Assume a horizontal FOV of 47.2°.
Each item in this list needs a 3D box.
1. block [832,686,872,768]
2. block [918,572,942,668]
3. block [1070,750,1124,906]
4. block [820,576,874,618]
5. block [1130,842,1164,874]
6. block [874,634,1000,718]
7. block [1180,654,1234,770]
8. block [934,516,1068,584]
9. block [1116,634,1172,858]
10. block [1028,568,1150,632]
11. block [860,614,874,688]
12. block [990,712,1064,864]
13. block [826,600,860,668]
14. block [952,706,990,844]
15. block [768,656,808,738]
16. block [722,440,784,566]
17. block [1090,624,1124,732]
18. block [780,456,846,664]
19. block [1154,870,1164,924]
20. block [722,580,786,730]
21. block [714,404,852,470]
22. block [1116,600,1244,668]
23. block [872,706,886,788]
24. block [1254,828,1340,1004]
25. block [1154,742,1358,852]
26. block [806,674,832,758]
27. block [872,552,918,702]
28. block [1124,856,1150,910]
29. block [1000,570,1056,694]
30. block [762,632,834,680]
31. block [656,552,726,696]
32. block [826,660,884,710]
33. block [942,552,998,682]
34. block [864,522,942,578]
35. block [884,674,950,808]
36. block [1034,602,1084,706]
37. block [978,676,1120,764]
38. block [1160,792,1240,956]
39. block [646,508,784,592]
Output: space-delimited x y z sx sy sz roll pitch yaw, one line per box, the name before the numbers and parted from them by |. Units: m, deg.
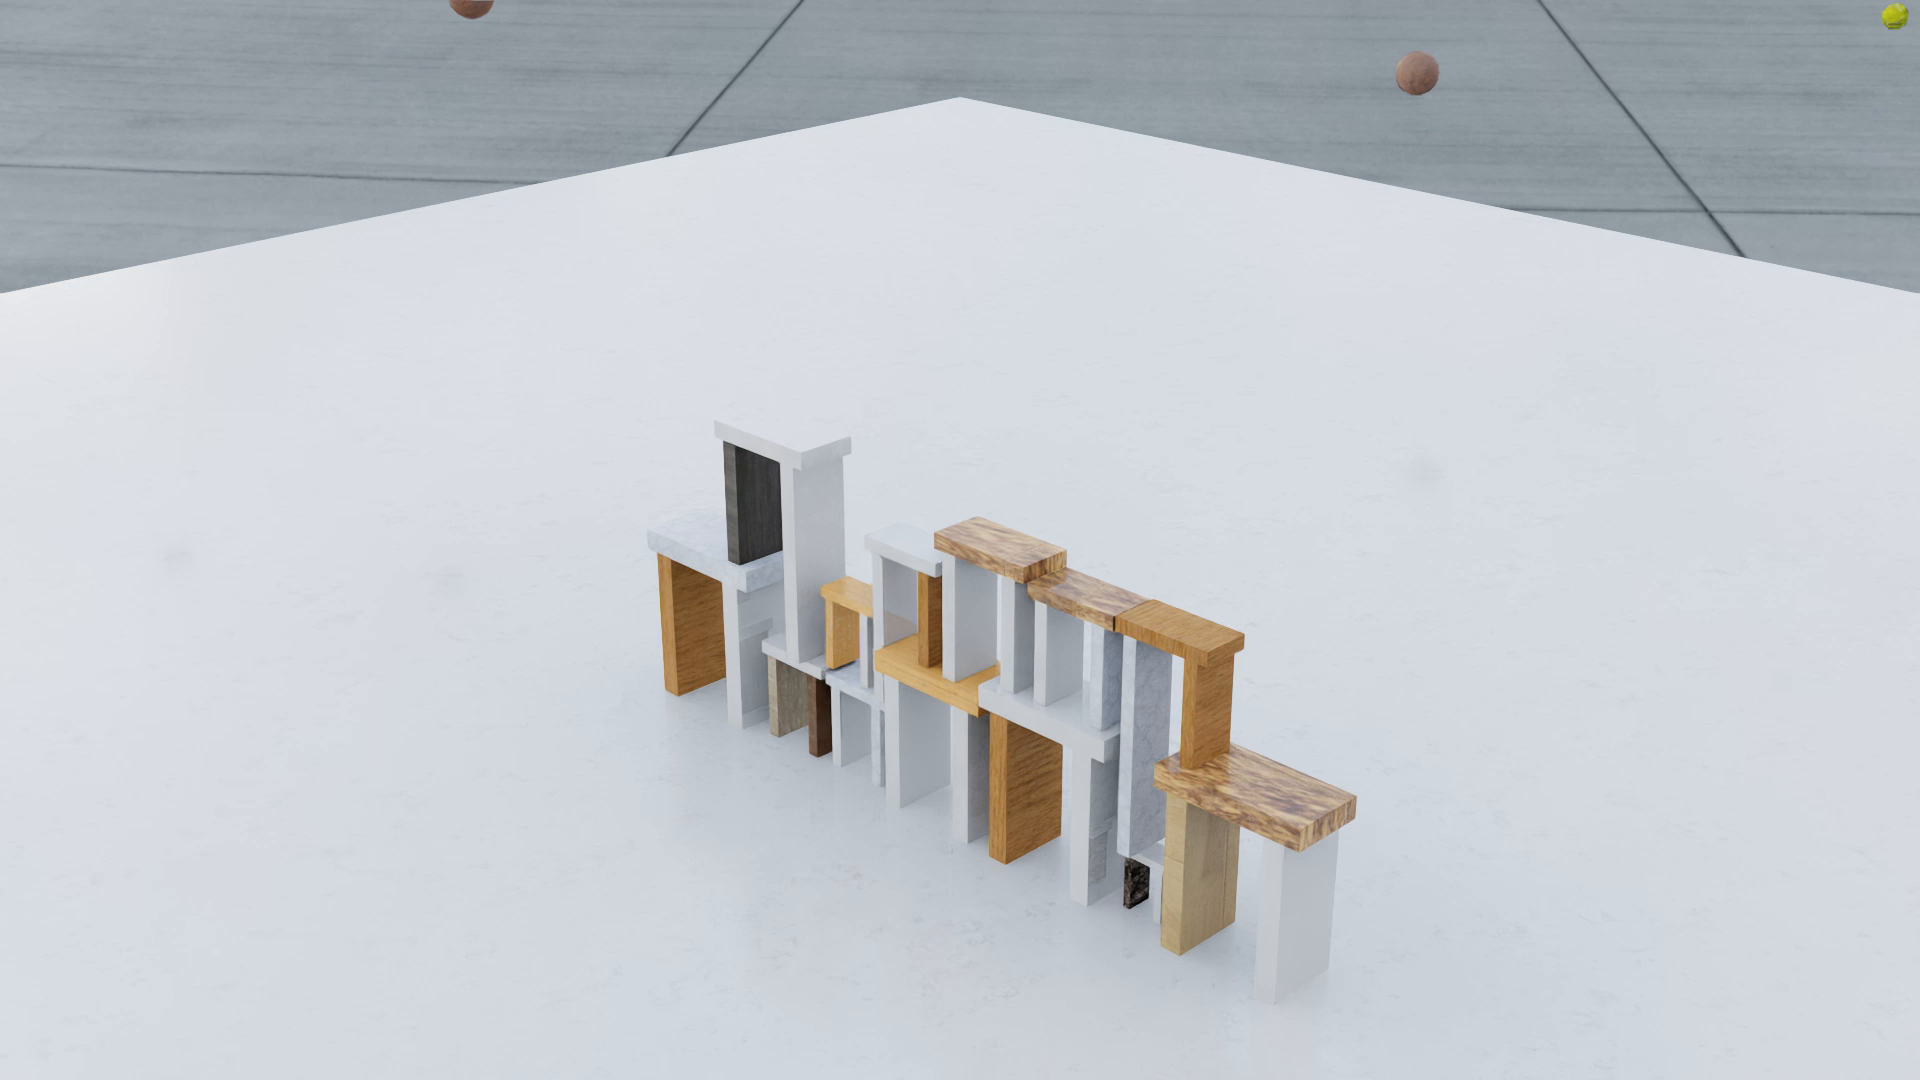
block | -0.227 0.379 4.634 0.026 0.182 0.091 21 31 41
block | -0.036 0.142 4.318 0.029 0.202 0.101 21 31 41
block | 0.279 0.515 4.139 0.045 0.319 0.159 21 31 41
block | -0.205 0.116 4.504 0.155 0.022 0.077 21 31 40
block | 0.359 0.584 4.079 0.112 0.016 0.056 21 31 41
block | -0.017 0.261 4.348 0.291 0.041 0.145 21 31 41
block | 0.435 0.291 3.872 0.029 0.208 0.104 21 31 41
block | 0.075 0.017 4.146 0.235 0.033 0.117 21 31 41
block | 0.337 0.363 4.009 0.029 0.446 0.104 21 31 41
block | 0.234 0.106 4.009 0.208 0.029 0.104 21 31 41
block | -0.169 0.216 4.508 0.022 0.165 0.077 22 31 40
block | 0.129 0.456 4.277 0.045 0.319 0.159 21 31 41
block | -0.243 0.184 4.572 0.077 0.155 0.022 -21 32 -40
block | 0.052 0.441 4.350 0.041 0.291 0.145 21 31 41
block | -0.368 0.323 4.755 0.027 0.191 0.095 21 31 41
block | -0.431 -0.095 4.649 0.039 0.273 0.136 21 31 41
block | 0.283 0.235 4.010 0.029 0.208 0.104 21 31 41
block | -0.302 0.032 4.564 0.039 0.440 0.136 21 31 41
block | 0.385 0.653 4.080 0.016 0.112 0.056 21 31 41
block | -0.430 0.228 4.790 0.048 0.337 0.169 21 31 41
block | -0.366 -0.213 4.529 0.273 0.039 0.136 21 31 41
block | 0.386 0.163 3.871 0.208 0.029 0.104 21 31 41
block | -0.142 0.413 4.554 0.026 0.182 0.091 21 30 39
block | 0.590 0.637 3.849 0.045 0.320 0.160 21 31 41
block | 0.514 0.439 3.847 0.320 0.045 0.160 21 31 41
block | -0.278 0.358 4.673 0.095 0.191 0.027 -21 31 -41
block | -0.129 0.161 4.432 0.029 0.326 0.101 20 30 39
block | 0.332 0.632 4.128 0.016 0.112 0.056 21 31 41
block | 0.130 0.162 4.147 0.033 0.235 0.117 21 31 41
block | -0.323 0.240 4.671 0.191 0.027 0.095 21 31 41
block | -0.589 0.166 4.937 0.048 0.338 0.169 21 31 41
block | -0.183 0.300 4.554 0.182 0.026 0.091 21 31 40
block | 0.020 0.133 4.255 0.033 0.267 0.117 21 31 41
block | -0.083 0.018 4.316 0.202 0.029 0.101 21 31 40
block | -0.085 0.387 4.476 0.041 0.291 0.145 21 31 41
block | 0.185 0.196 4.100 0.029 0.208 0.104 21 31 41
block | 0.204 0.318 4.137 0.319 0.045 0.159 21 31 41
block | 0.438 0.578 3.988 0.045 0.320 0.160 21 31 41
block | -0.510 0.020 4.788 0.338 0.048 0.169 21 31 41
